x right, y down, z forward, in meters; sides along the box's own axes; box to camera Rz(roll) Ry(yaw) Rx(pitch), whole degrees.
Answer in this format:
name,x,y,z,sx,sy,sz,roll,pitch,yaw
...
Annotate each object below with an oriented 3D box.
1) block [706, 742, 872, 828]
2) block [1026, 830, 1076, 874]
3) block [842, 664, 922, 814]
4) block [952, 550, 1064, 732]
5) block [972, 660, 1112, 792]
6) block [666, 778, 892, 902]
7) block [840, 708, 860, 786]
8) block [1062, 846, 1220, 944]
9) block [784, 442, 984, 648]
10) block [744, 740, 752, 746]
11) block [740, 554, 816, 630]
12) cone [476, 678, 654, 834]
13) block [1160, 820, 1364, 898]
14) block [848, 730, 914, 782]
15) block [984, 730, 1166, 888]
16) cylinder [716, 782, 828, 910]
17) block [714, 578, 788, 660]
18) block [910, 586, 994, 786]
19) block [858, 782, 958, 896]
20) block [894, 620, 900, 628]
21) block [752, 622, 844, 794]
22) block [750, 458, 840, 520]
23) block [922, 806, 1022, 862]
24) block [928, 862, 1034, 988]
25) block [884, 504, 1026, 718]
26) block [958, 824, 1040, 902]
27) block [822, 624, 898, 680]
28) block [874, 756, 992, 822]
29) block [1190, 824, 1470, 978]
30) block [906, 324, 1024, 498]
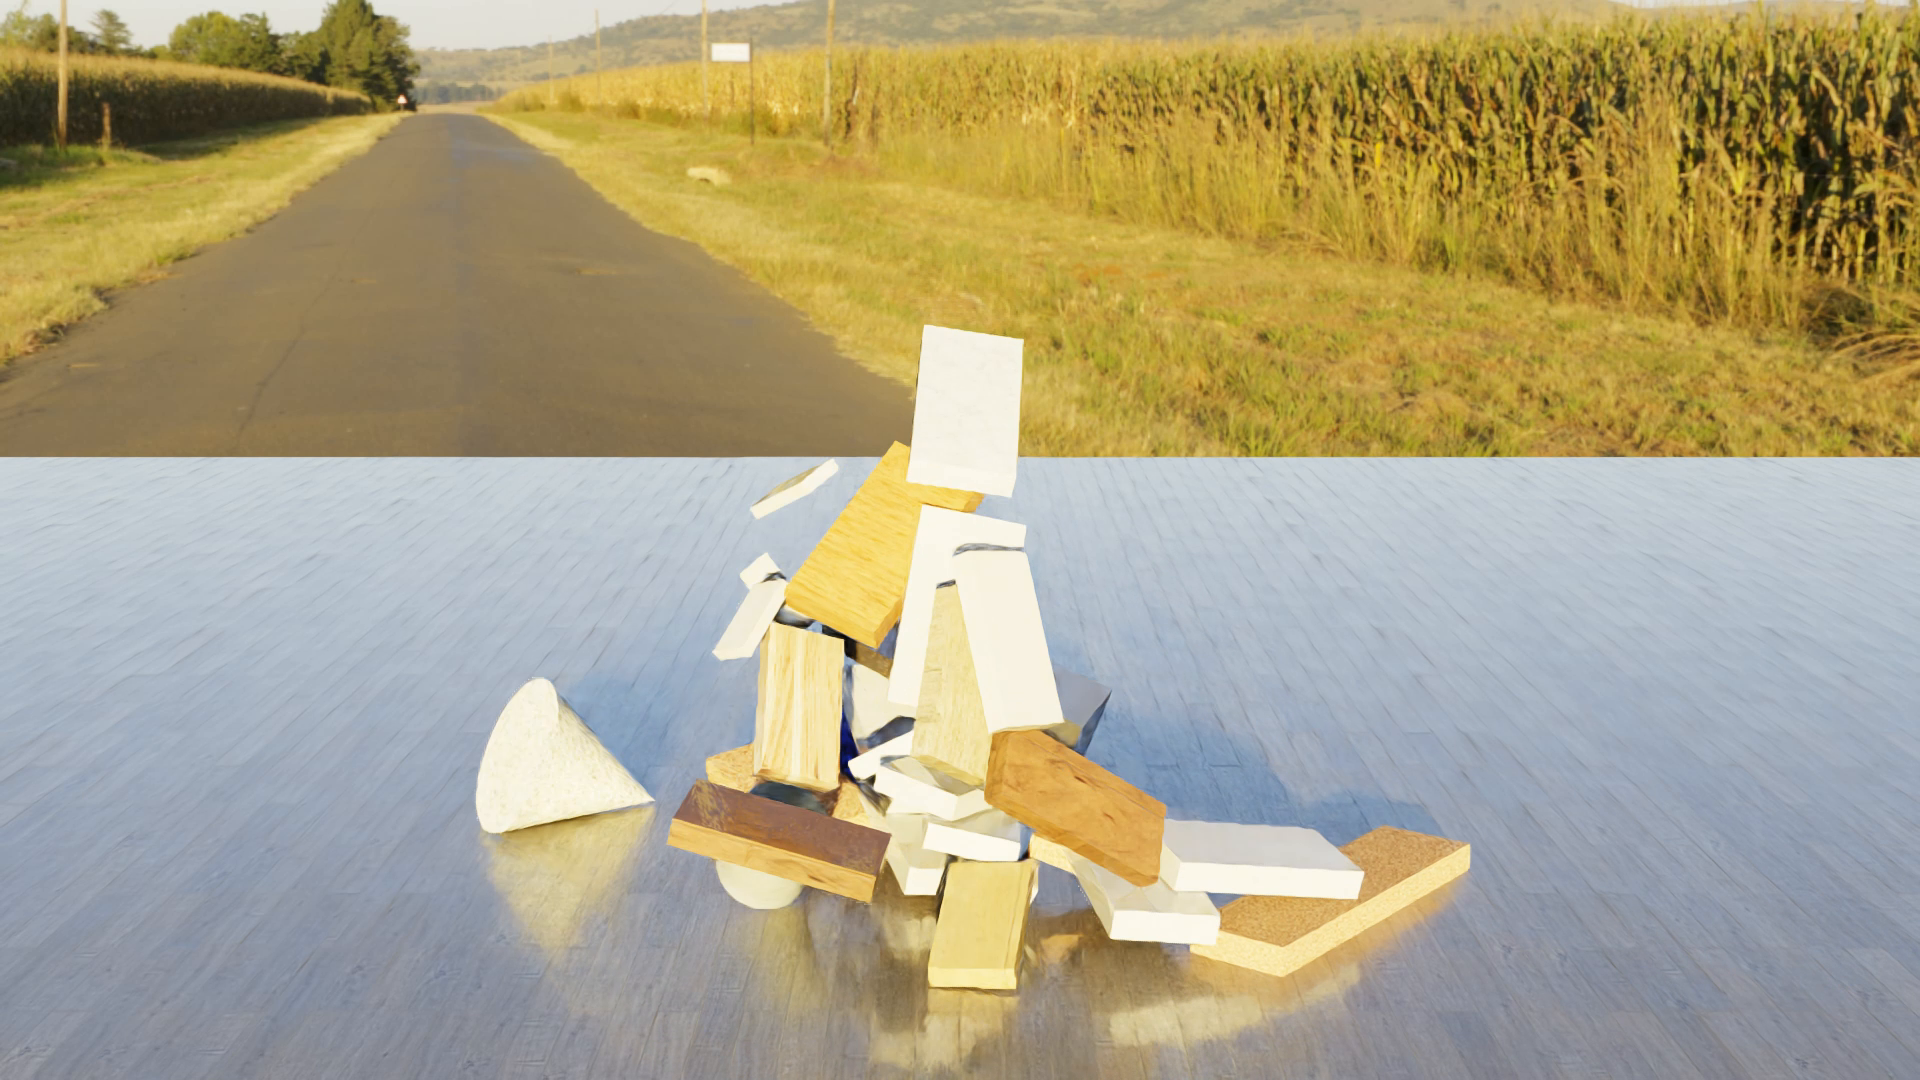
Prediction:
name,x,y,z,sx,sy,sz,roll,pitch,yaw
block,-0.302,0.461,3.993,0.176,0.050,0.352,-17,27,-28
block,0.249,0.534,3.660,0.258,0.037,0.129,20,15,11
block,-0.095,0.351,3.900,0.176,0.050,0.352,4,33,-20
block,0.071,0.149,3.254,0.037,0.265,0.132,-21,-14,38
block,0.109,0.302,3.487,0.176,0.176,0.176,25,22,11
block,-0.258,0.431,3.171,0.299,0.042,0.149,16,17,2
block,-0.106,0.401,4.129,0.205,0.205,0.205,-7,13,-33
block,0.280,0.536,3.459,0.166,0.047,0.332,5,15,-12
block,-0.118,0.004,3.512,0.167,0.047,0.334,25,60,19
block,-0.369,0.448,4.252,0.112,0.032,0.224,8,14,-5
block,-0.312,0.098,3.765,0.020,0.144,0.072,-36,-2,-43
cone,-0.693,0.442,4.081,0.295,0.295,0.295,24,-3,-31
block,0.457,0.508,3.508,0.332,0.047,0.166,7,15,-23
block,-0.058,0.334,3.686,0.258,0.037,0.129,-26,-8,0
block,0.177,0.396,3.311,0.333,0.132,0.037,32,-39,-30
cylinder,-0.305,0.498,3.583,0.151,0.151,0.151,12,47,-14
block,-0.328,0.125,3.472,0.072,0.020,0.144,-10,40,43
block,0.004,0.216,3.265,0.037,0.265,0.132,-14,-32,42
block,-0.049,0.501,3.770,0.176,0.050,0.352,5,20,-18
block,-0.125,0.202,4.229,0.025,0.090,0.180,-14,0,-23
block,-0.254,0.264,3.486,0.129,0.258,0.037,15,-35,-22
block,-0.247,-0.076,3.275,0.144,0.020,0.072,-23,14,50
block,0.016,0.448,3.611,0.149,0.042,0.299,13,12,-4
block,0.034,0.585,3.358,0.129,0.037,0.258,-1,28,9
block,-0.006,0.119,3.397,0.167,0.334,0.047,12,-25,-4
block,0.066,0.515,3.630,0.129,0.037,0.258,29,12,-4
block,-0.077,0.229,3.997,0.129,0.037,0.404,-5,20,-42
block,0.001,0.393,3.627,0.149,0.042,0.299,18,13,27
block,0.616,0.580,3.593,0.166,0.047,0.627,8,13,38
block,0.011,-0.213,3.553,0.167,0.047,0.334,8,44,-4
